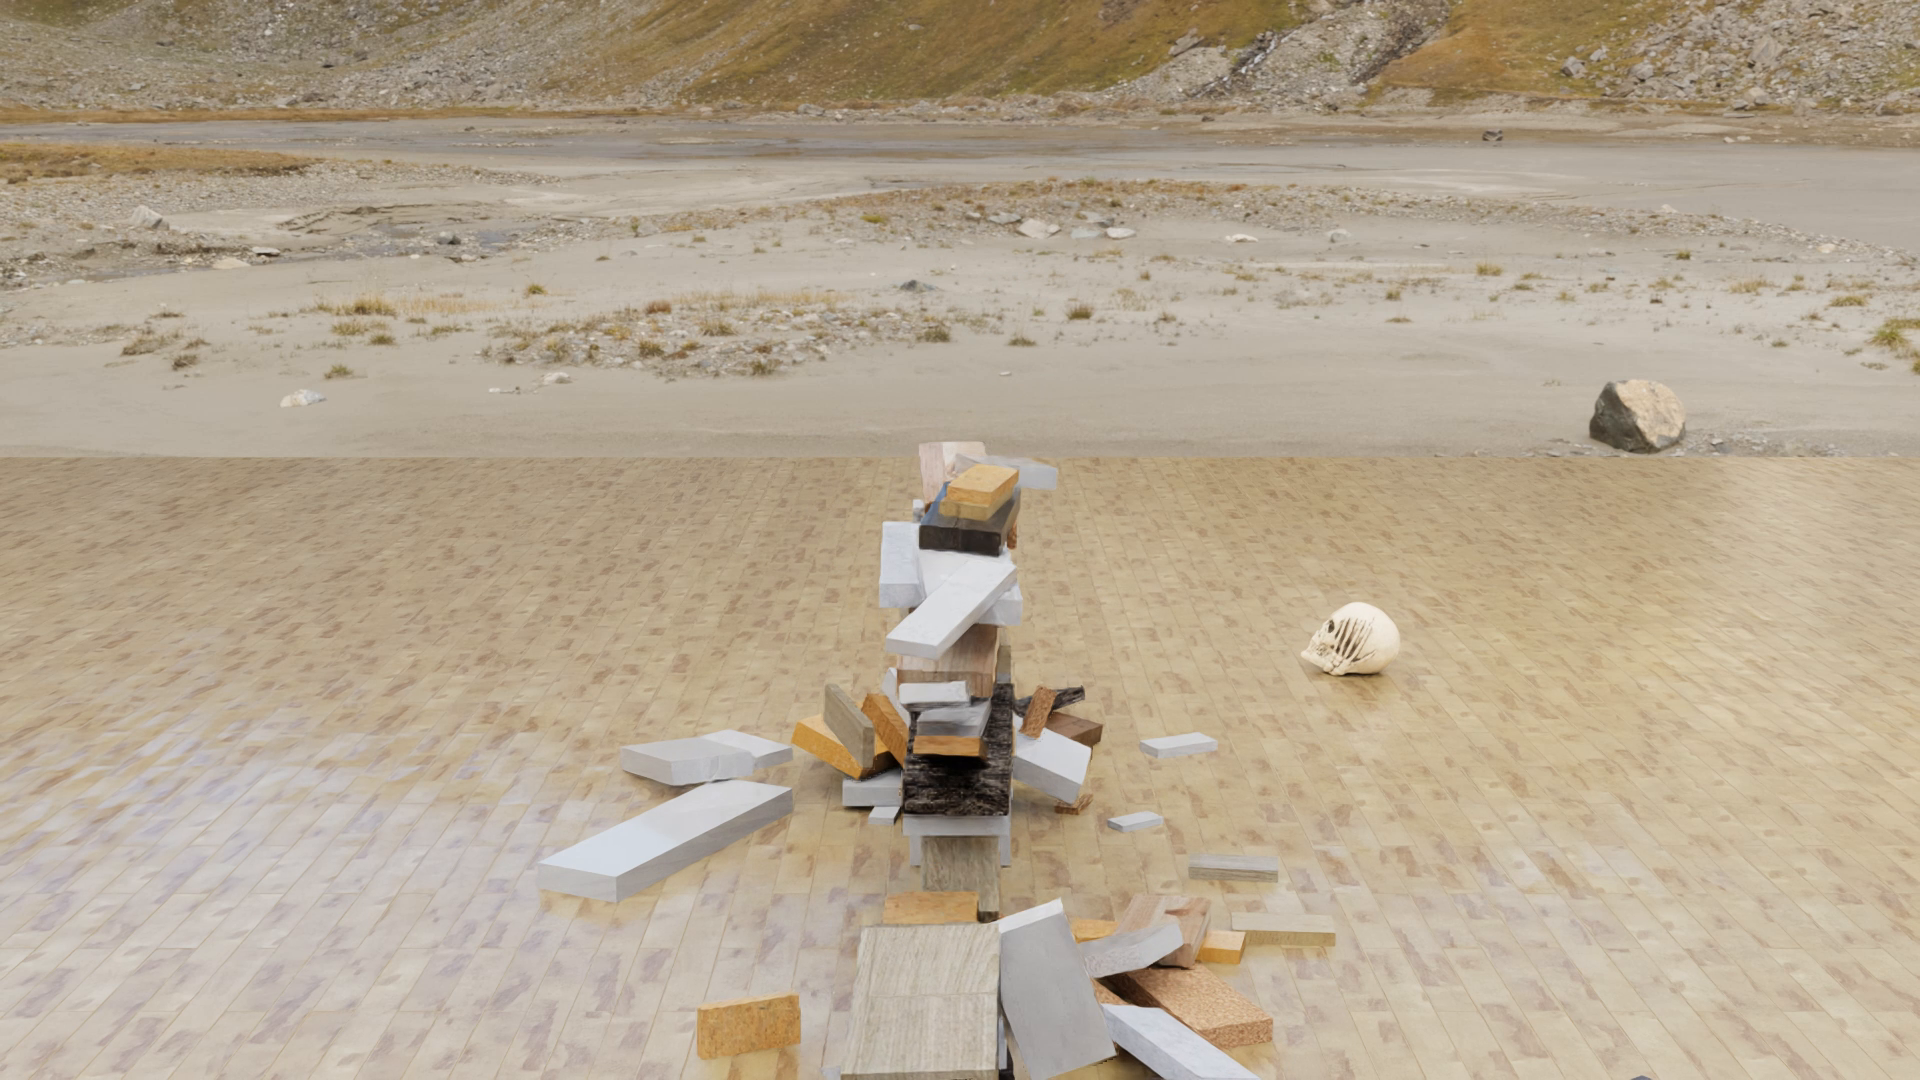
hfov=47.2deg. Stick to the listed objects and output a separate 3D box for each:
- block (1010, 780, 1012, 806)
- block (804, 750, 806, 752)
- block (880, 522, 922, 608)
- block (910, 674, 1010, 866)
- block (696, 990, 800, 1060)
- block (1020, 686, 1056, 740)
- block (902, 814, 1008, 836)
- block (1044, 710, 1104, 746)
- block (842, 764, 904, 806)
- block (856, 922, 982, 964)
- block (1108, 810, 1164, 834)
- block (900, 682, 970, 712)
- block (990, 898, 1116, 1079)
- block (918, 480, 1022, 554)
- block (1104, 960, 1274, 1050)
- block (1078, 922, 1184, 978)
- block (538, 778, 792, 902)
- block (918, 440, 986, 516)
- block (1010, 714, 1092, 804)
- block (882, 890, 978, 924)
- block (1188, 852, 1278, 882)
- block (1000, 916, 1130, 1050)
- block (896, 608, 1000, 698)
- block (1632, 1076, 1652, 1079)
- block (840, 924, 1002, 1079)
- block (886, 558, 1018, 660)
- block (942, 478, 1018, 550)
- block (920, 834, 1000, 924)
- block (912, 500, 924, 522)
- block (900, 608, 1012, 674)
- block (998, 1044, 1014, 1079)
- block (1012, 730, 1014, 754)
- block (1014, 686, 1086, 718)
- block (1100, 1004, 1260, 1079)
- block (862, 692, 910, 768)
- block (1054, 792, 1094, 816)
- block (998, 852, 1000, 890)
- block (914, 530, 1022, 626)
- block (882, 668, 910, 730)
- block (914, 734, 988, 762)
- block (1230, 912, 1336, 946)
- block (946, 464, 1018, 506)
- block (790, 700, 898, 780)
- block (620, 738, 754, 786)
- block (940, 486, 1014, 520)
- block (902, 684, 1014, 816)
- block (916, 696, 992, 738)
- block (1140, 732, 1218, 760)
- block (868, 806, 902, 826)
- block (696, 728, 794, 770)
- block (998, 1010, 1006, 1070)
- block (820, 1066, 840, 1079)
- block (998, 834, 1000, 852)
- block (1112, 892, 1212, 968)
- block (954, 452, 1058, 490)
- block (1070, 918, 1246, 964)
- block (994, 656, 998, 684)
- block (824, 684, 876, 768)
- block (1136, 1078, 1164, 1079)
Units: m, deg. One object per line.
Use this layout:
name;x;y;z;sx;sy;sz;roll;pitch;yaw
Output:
block;0.069;0.472;4.201;0.058;0.016;0.116;0;21;-1
block;-0.187;0.403;4.456;0.127;0.036;0.255;1;2;35
block;-0.054;0.038;3.449;0.139;0.039;0.277;0;20;-1
block;0.000;0.388;3.800;0.174;0.347;0.049;0;6;0
block;-0.292;0.670;3.040;0.143;0.072;0.020;-5;10;-24
block;0.145;0.322;4.101;0.013;0.094;0.047;17;-6;40
block;-0.004;0.379;3.253;0.149;0.042;0.299;0;7;1
block;0.182;0.398;4.498;0.127;0.036;0.255;14;10;26
block;-0.157;0.459;4.233;0.127;0.036;0.279;0;7;-1
block;-0.048;0.555;2.797;0.166;0.047;0.331;-1;6;-2
block;0.321;0.516;4.030;0.095;0.013;0.047;-7;13;-33
block;-0.033;0.215;3.009;0.088;0.025;0.176;-2;-8;2
block;0.108;0.565;2.748;0.112;0.223;0.032;-19;22;1
block;0.018;-0.037;3.432;0.123;0.035;0.247;6;18;7
block;0.320;0.659;3.203;0.121;0.034;0.337;-4;11;-21
block;0.192;0.611;3.205;0.242;0.034;0.121;-20;-4;34
block;-0.510;0.524;3.899;0.160;0.045;0.558;5;12;27
block;-0.008;-0.105;3.803;0.116;0.033;0.231;-2;28;-3
block;0.083;0.377;4.114;0.320;0.045;0.160;24;21;1
block;-0.042;0.556;3.113;0.135;0.038;0.269;-2;8;1
block;0.468;0.561;3.766;0.150;0.021;0.075;1;11;8
block;0.137;0.619;3.082;0.223;0.032;0.112;35;10;0
block;-0.012;0.141;3.314;0.139;0.039;0.322;2;24;4
block;0.859;0.733;2.836;0.159;0.023;0.080;-7;13;-33
block;-0.039;0.537;2.500;0.166;0.047;0.331;-2;17;3
block;-0.008;0.094;3.089;0.075;0.021;0.316;7;22;20
block;0.030;-0.044;3.571;0.123;0.035;0.247;3;19;0
block;-0.001;0.475;3.358;0.118;0.033;0.236;0;48;0
block;-0.021;0.040;3.813;0.116;0.231;0.033;0;29;2
block;-0.012;0.170;3.877;0.174;0.049;0.347;-1;11;-4
block;-0.019;0.665;2.924;0.145;0.041;0.290;-3;9;-6
block;0.006;0.316;3.457;0.149;0.042;0.322;0;-6;0
block;0.147;0.349;4.606;0.099;0.028;0.430;-9;-1;22
block;0.288;0.684;2.936;0.112;0.032;0.223;13;7;-35
block;-0.058;0.395;4.221;0.160;0.045;0.320;11;17;-29
block;0.214;0.496;4.139;0.047;0.013;0.094;4;11;20
block;0.003;0.575;3.314;0.118;0.033;0.236;0;44;0
block;0.009;0.054;3.290;0.139;0.039;0.277;2;20;-5
block;-0.027;0.348;4.251;0.160;0.045;0.320;13;17;-24
block;-0.012;0.288;3.036;0.088;0.025;0.176;2;-8;5
block;0.509;0.615;3.474;0.159;0.023;0.080;1;11;5
block;0.036;-0.088;3.433;0.072;0.020;0.144;9;19;17
block;-0.176;0.382;4.289;0.160;0.045;0.320;26;16;23
block;-0.535;0.429;4.275;0.160;0.045;0.319;-5;3;-26
block;0.027;-0.065;3.431;0.075;0.021;0.150;9;19;16
block;0.000;0.300;3.199;0.149;0.042;0.299;1;26;2
block;-0.007;0.254;3.166;0.088;0.025;0.176;2;11;6
block;0.449;0.422;4.517;0.144;0.020;0.072;-5;12;-27
block;-0.138;0.507;4.078;0.047;0.013;0.094;2;11;8
block;-0.443;0.426;4.476;0.198;0.028;0.099;10;14;43
block;-0.017;0.621;2.944;0.135;0.038;0.375;-2;8;-2
block;-0.057;0.643;2.483;0.166;0.047;0.365;-1;-4;-10
block;0.002;0.526;3.419;0.118;0.236;0.033;0;-22;0
block;0.310;0.594;3.361;0.121;0.034;0.242;3;7;13
block;0.073;-0.115;3.655;0.123;0.035;0.247;4;5;-11
block;0.305;0.624;3.423;0.269;0.023;0.080;3;11;13
block;0.012;0.278;3.606;0.096;0.469;0.027;0;45;0
block;-0.197;0.325;3.890;0.020;0.072;0.277;0;12;-18
block;0.246;0.728;2.872;0.143;0.020;0.072;-2;11;-10
